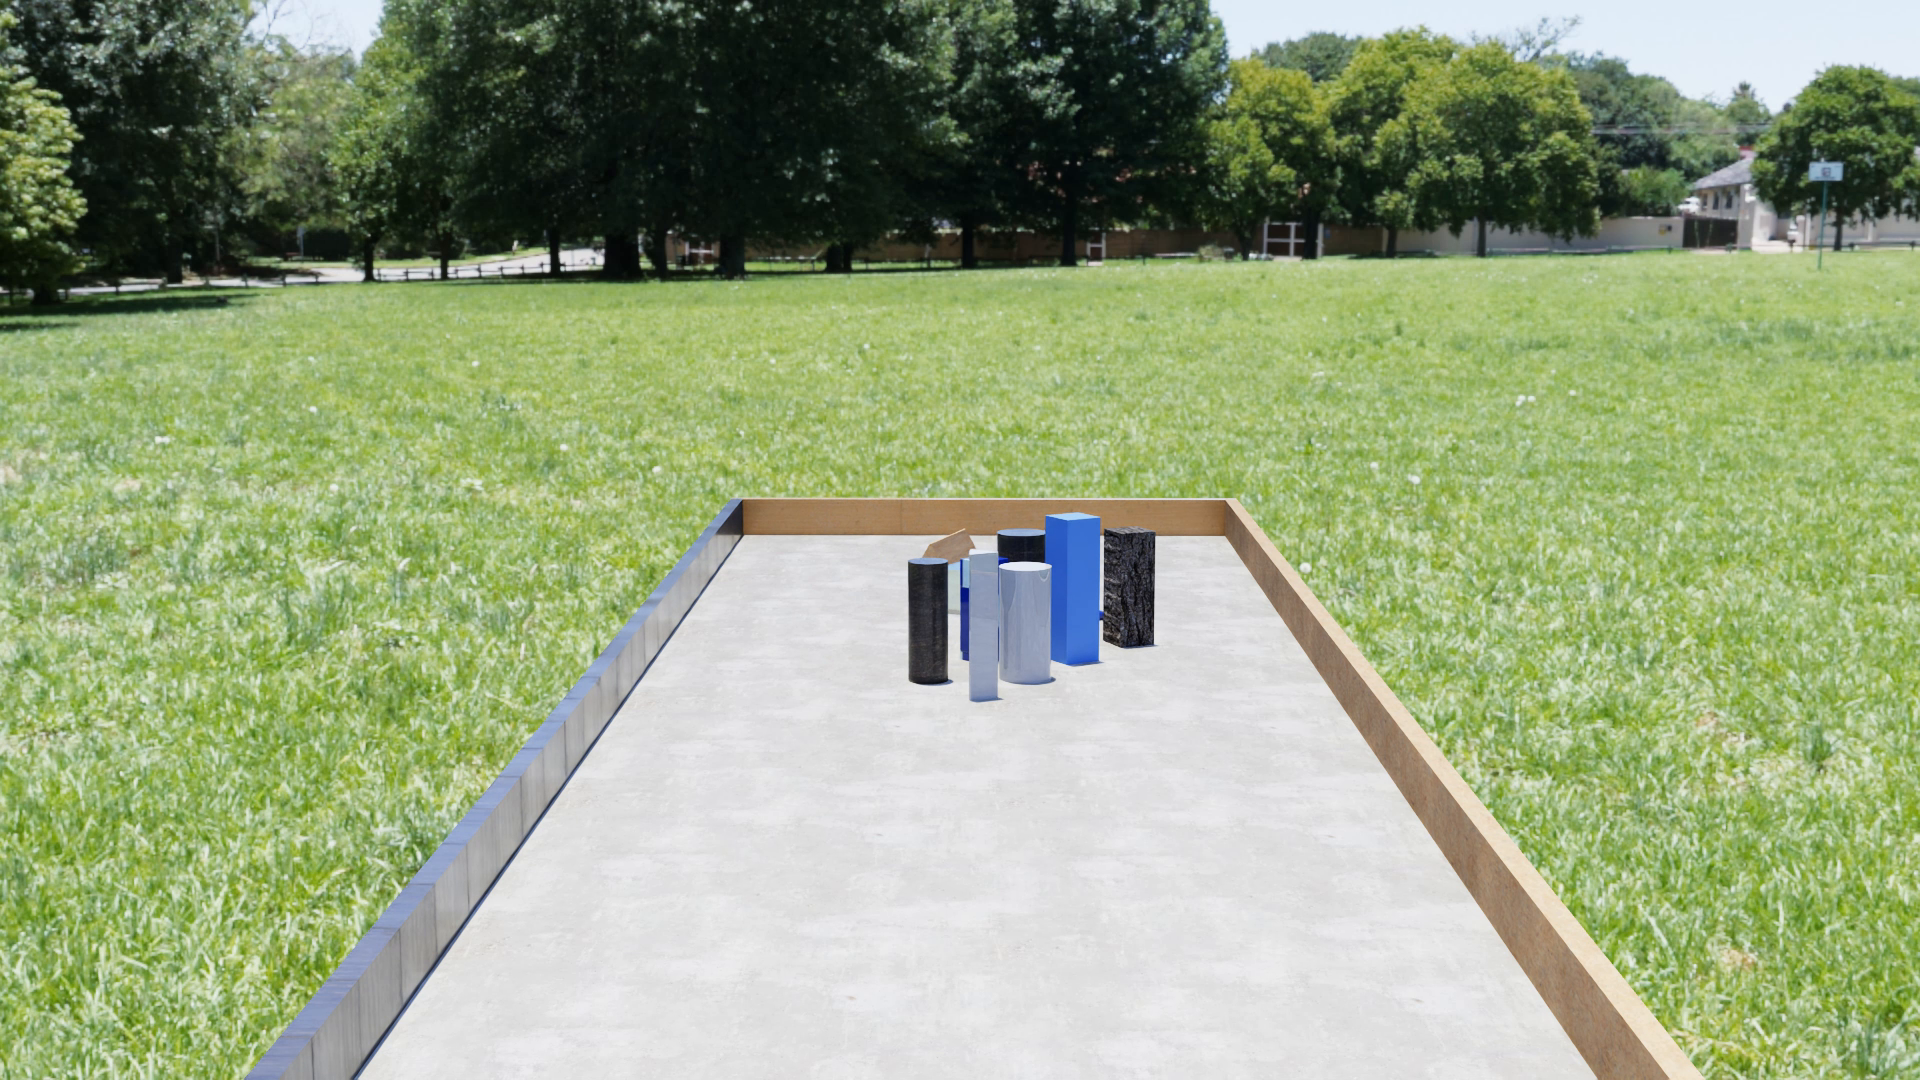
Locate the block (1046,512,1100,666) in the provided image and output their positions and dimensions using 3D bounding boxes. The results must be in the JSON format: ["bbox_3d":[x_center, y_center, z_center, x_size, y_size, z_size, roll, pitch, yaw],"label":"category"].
[{"bbox_3d":[0.341,0.146,6.676,0.120,0.441,0.120,-6,11,-31],"label":"block"}]

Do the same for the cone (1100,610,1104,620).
[{"bbox_3d":[0.349,0.233,7.312,0.431,0.144,0.144,8,8,-8],"label":"cone"}]

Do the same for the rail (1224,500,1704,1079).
[{"bbox_3d":[1.046,0.843,3.208,0.050,0.150,12.000,0,9,1],"label":"rail"}]

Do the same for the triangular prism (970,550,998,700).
[{"bbox_3d":[0.049,0.237,6.188,0.091,0.416,0.079,-5,10,-27],"label":"triangular prism"}]

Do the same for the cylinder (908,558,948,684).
[{"bbox_3d":[-0.093,0.235,6.401,0.117,0.353,0.117,0,9,0],"label":"cylinder"}]

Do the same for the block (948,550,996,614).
[{"bbox_3d":[0.089,0.148,7.594,0.151,0.151,0.417,5,10,28],"label":"block"}]

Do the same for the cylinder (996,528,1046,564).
[{"bbox_3d":[0.195,0.150,6.932,0.159,0.353,0.159,0,9,0],"label":"cylinder"}]

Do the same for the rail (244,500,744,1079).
[{"bbox_3d":[-1.004,0.839,3.234,0.050,0.150,12.000,0,9,1],"label":"rail"}]

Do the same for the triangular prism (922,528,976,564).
[{"bbox_3d":[-0.046,0.032,8.484,0.111,0.096,0.393,3,9,19],"label":"triangular prism"}]

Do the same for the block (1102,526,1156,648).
[{"bbox_3d":[0.533,0.147,6.932,0.120,0.361,0.120,-4,10,-23],"label":"block"}]

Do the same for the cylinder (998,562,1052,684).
[{"bbox_3d":[0.190,0.241,6.430,0.153,0.332,0.153,0,9,0],"label":"cylinder"}]

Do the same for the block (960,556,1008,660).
[{"bbox_3d":[0.074,0.210,6.693,0.105,0.311,0.105,8,12,41],"label":"block"}]

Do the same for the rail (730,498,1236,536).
[{"bbox_3d":[0.099,-0.098,9.147,2.100,0.150,0.050,0,9,1],"label":"rail"}]
